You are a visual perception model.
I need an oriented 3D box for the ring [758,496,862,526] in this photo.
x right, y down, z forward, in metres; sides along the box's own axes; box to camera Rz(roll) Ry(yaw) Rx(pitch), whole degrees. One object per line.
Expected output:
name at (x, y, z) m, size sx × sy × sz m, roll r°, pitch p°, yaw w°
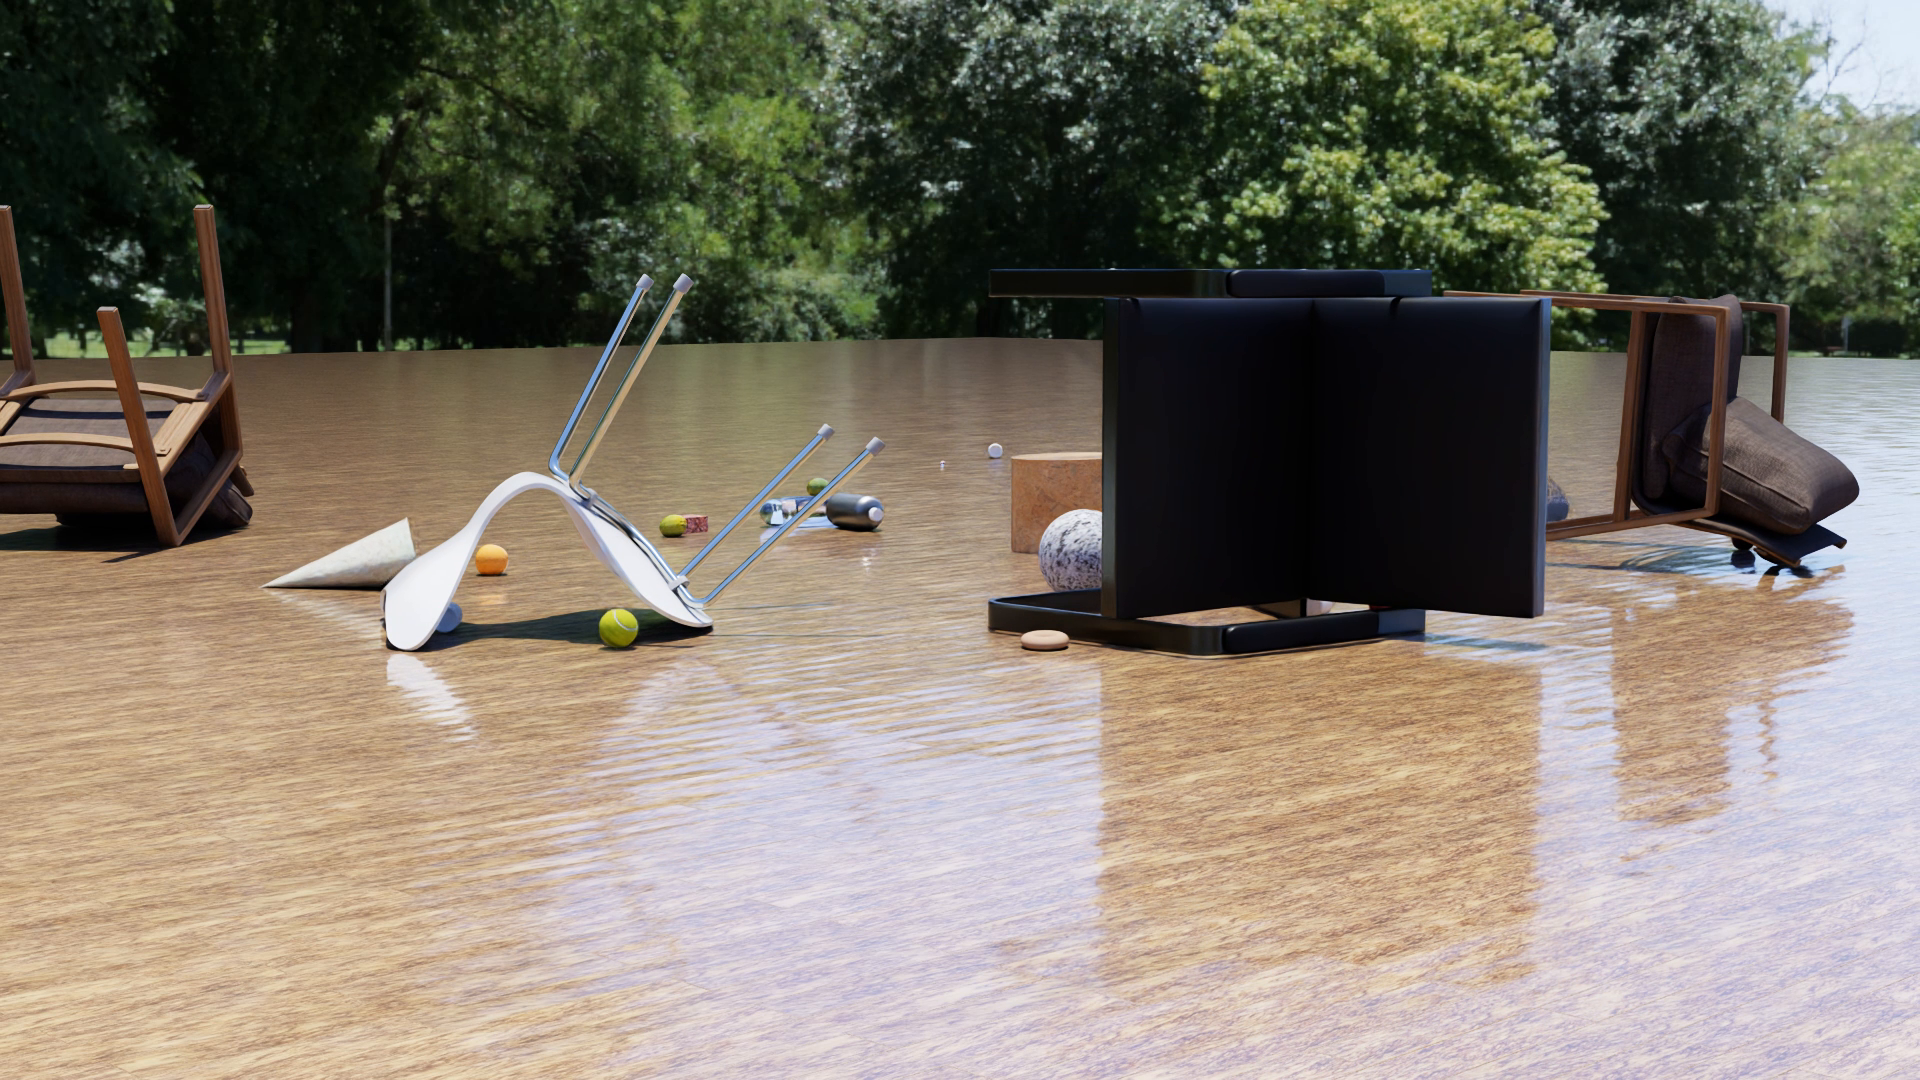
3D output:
ring at (-0.394, -0.077, 6.800) m, size 0.308 × 0.074 × 0.139 m, roll -3°, pitch 5°, yaw -34°

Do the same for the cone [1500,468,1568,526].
cone at (1.512, -0.083, 6.864) m, size 0.200 × 0.100 × 0.234 m, roll 37°, pitch 42°, yaw 11°

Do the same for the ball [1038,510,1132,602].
ball at (0.252, 0.031, 5.191) m, size 0.188 × 0.188 × 0.188 m, roll 0°, pitch 6°, yaw 0°

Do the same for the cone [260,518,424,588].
cone at (-1.326, 0.063, 5.461) m, size 0.335 × 0.142 × 0.323 m, roll -14°, pitch 11°, yaw -11°

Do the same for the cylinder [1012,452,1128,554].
cylinder at (0.266, -0.092, 6.221) m, size 0.322 × 0.223 × 0.224 m, roll -5°, pitch 8°, yaw -39°

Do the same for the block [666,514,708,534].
block at (-0.702, -0.041, 6.609) m, size 0.064 × 0.040 × 0.085 m, roll 5°, pitch 8°, yaw 42°

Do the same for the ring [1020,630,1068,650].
ring at (0.151, 0.179, 4.563) m, size 0.086 × 0.024 × 0.116 m, roll -1°, pitch 6°, yaw 1°
